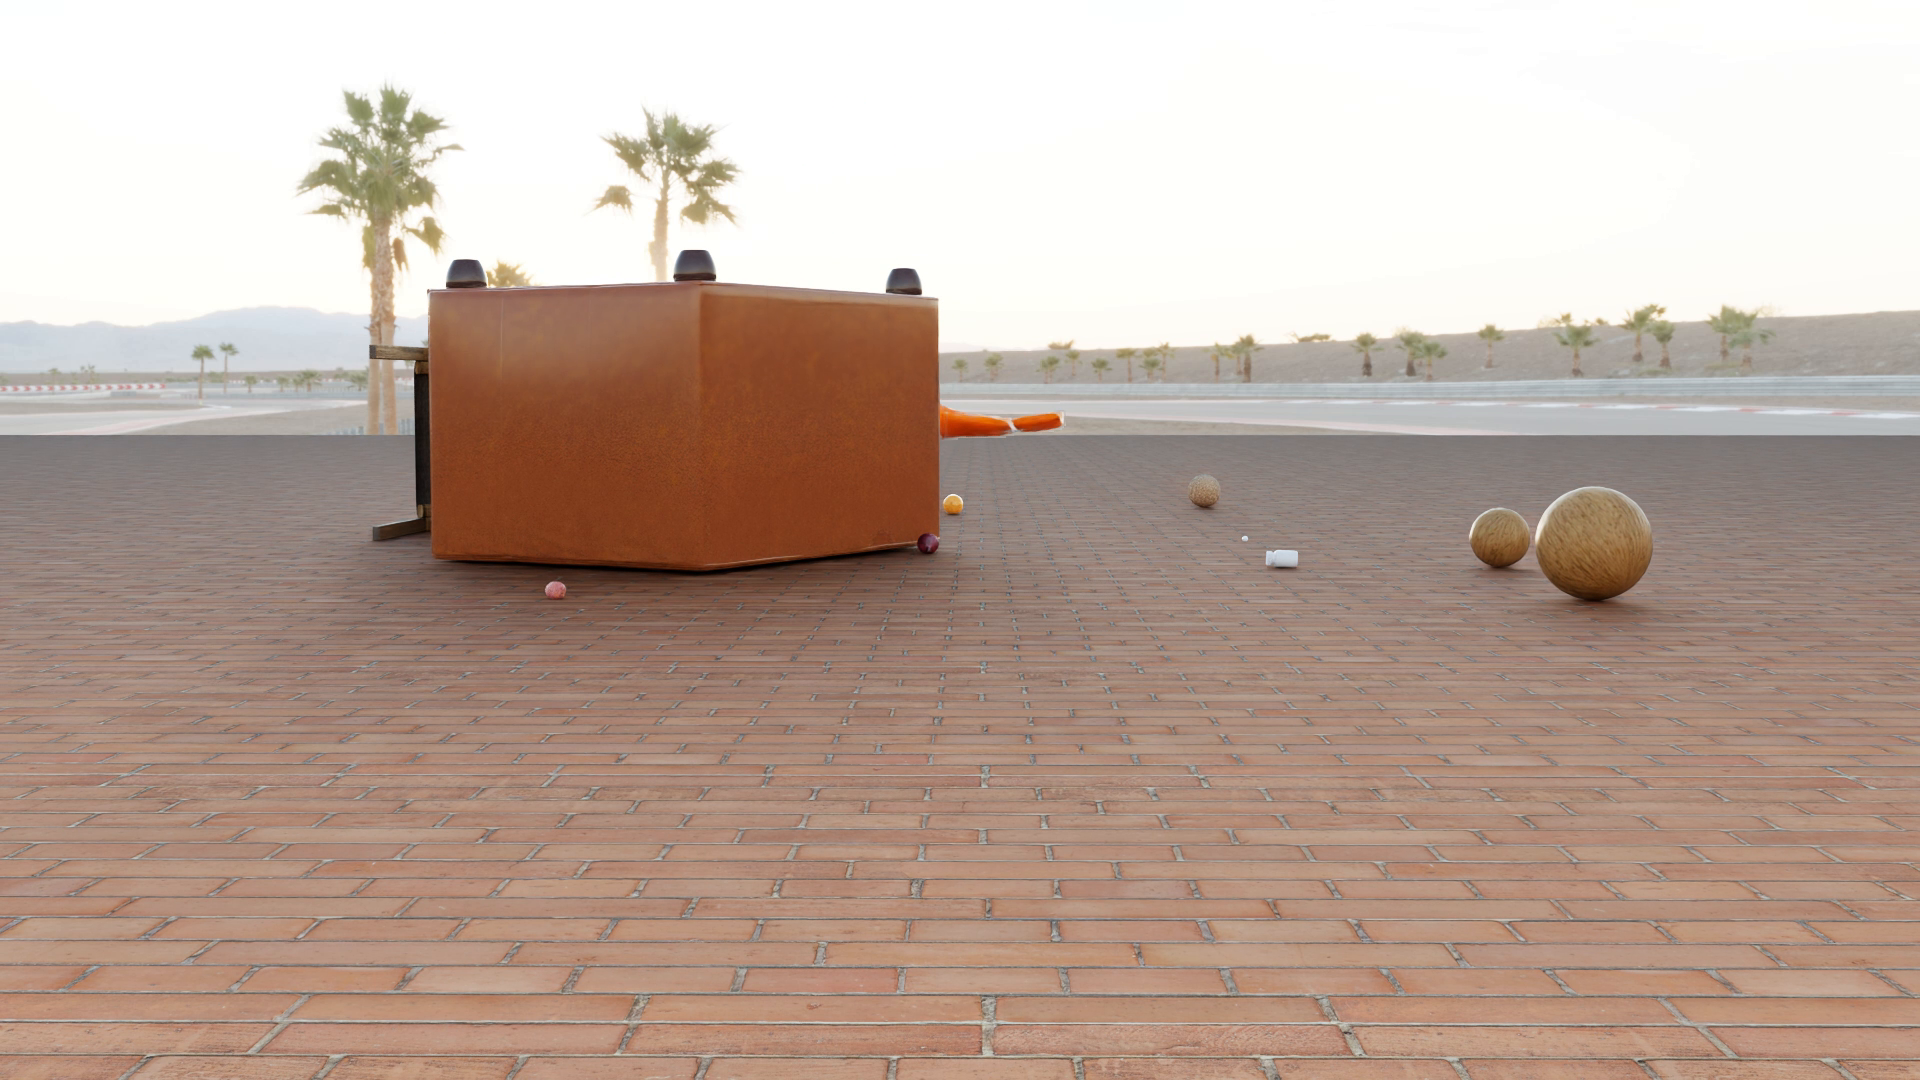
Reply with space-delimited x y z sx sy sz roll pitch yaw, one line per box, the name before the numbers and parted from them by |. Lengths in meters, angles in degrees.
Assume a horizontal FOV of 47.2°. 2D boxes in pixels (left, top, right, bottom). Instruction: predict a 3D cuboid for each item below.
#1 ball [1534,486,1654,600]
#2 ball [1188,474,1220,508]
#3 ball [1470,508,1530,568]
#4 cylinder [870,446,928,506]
ball | 1.346 0.007 4.669 0.242 0.242 0.242 0 4 0
ball | 0.928 -0.187 8.360 0.126 0.126 0.126 0 4 0
ball | 1.361 -0.006 5.545 0.150 0.150 0.150 0 4 0
cylinder | -0.230 -0.244 8.397 0.160 0.235 0.220 1 28 16
